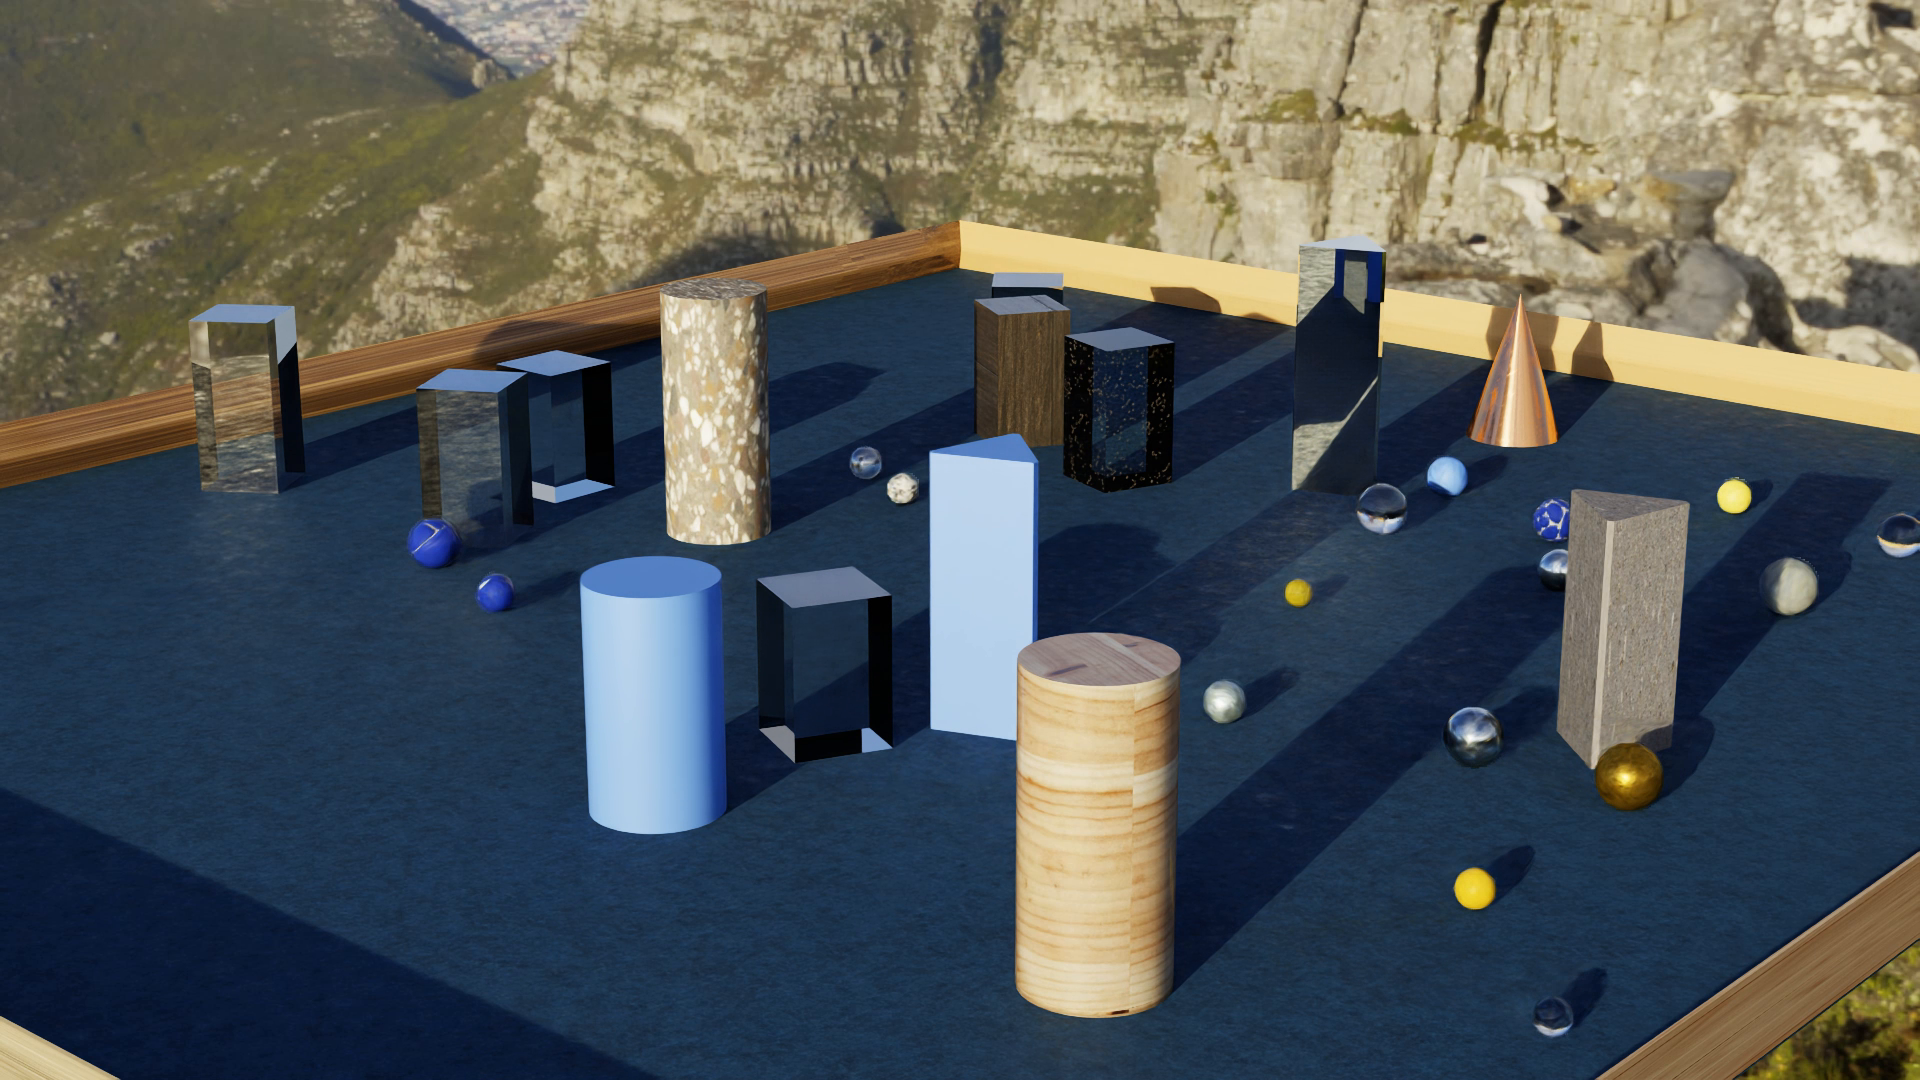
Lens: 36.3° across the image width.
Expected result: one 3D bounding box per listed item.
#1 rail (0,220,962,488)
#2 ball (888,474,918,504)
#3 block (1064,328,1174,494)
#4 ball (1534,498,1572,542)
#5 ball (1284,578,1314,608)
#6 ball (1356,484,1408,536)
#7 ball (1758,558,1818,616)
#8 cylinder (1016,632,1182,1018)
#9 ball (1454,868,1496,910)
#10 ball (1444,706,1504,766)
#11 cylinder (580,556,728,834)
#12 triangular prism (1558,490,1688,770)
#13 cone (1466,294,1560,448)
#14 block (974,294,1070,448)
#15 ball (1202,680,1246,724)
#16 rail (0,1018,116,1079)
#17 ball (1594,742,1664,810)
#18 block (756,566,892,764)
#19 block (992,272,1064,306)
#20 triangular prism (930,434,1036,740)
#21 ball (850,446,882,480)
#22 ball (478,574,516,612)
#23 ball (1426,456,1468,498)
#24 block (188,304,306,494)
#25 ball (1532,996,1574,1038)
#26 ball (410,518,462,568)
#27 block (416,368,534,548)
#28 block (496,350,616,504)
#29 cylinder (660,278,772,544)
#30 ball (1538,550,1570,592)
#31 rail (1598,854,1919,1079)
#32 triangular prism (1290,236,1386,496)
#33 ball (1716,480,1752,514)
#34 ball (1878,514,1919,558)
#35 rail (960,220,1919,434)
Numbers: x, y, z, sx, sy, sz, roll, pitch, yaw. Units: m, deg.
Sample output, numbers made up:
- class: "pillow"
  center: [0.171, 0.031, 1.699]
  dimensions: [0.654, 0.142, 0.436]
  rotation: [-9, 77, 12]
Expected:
- class: "rail"
  center: [-1.399, -0.319, 6.283]
  dimensions: [0.045, 0.128, 4.319]
  rotation: [14, 22, 39]
- class: "ball"
  center: [-0.111, -0.099, 5.675]
  dimensions: [0.060, 0.060, 0.060]
  rotation: [0, 17, 0]
- class: "block"
  center: [0.314, -0.259, 5.816]
  dimensions: [0.157, 0.286, 0.157]
  rotation: [-9, 19, -28]
- class: "ball"
  center: [1.102, -0.036, 5.429]
  dimensions: [0.081, 0.081, 0.081]
  rotation: [0, 17, 0]
- class: "ball"
  center: [0.585, 0.092, 5.062]
  dimensions: [0.049, 0.049, 0.049]
  rotation: [0, 17, 0]
- class: "ball"
  center: [0.788, -0.057, 5.474]
  dimensions: [0.096, 0.096, 0.096]
  rotation: [0, 17, 0]
- class: "ball"
  center: [1.418, 0.080, 5.016]
  dimensions: [0.098, 0.098, 0.098]
  rotation: [0, 17, 0]
- class: "cylinder"
  center: [0.166, 0.345, 3.571]
  dimensions: [0.196, 0.424, 0.196]
  rotation: [0, 17, 0]
- class: "ball"
  center: [0.675, 0.457, 3.840]
  dimensions: [0.055, 0.055, 0.055]
  rotation: [0, 17, 0]
- class: "ball"
  center: [0.760, 0.291, 4.333]
  dimensions: [0.089, 0.089, 0.089]
  rotation: [0, 17, 0]
- class: "cylinder"
  center: [-0.431, 0.217, 4.134]
  dimensions: [0.196, 0.345, 0.196]
  rotation: [0, 17, 0]
- class: "triangular prism"
  center: [0.960, 0.125, 4.375]
  dimensions: [0.170, 0.382, 0.147]
  rotation: [-12, 21, -35]
- class: "cone"
  center: [1.166, -0.367, 6.140]
  dimensions: [0.196, 0.305, 0.196]
  rotation: [0, 17, 0]
- class: "block"
  center: [0.129, -0.351, 6.122]
  dimensions: [0.157, 0.285, 0.157]
  rotation: [-5, 18, -17]
- class: "ball"
  center: [0.407, 0.249, 4.510]
  dimensions: [0.066, 0.066, 0.066]
  rotation: [0, 17, 0]
- class: "rail"
  center: [-1.400, 0.497, 3.576]
  dimensions: [3.754, 0.128, 0.045]
  rotation: [14, 22, 39]
- class: "ball"
  center: [0.952, 0.336, 4.168]
  dimensions: [0.097, 0.097, 0.097]
  rotation: [0, 17, 0]
- class: "block"
  center: [-0.204, 0.186, 4.415]
  dimensions: [0.157, 0.242, 0.157]
  rotation: [-7, 18, -22]
- class: "block"
  center: [0.153, -0.470, 6.600]
  dimensions: [0.157, 0.236, 0.157]
  rotation: [1, 17, 3]
- class: "triangular prism"
  center: [0.060, 0.067, 4.469]
  dimensions: [0.170, 0.438, 0.147]
  rotation: [6, 18, 20]
- class: "ball"
  center: [-0.188, -0.154, 5.847]
  dimensions: [0.066, 0.066, 0.066]
  rotation: [0, 17, 0]
- class: "ball"
  center: [-0.796, 0.091, 5.036]
  dimensions: [0.066, 0.066, 0.066]
  rotation: [0, 17, 0]
- class: "ball"
  center: [0.951, -0.123, 5.720]
  dimensions: [0.080, 0.080, 0.080]
  rotation: [0, 17, 0]
- class: "block"
  center: [-1.405, -0.280, 5.786]
  dimensions: [0.157, 0.342, 0.157]
  rotation: [2, 17, 7]
- class: "ball"
  center: [0.705, 0.567, 3.487]
  dimensions: [0.048, 0.048, 0.048]
  rotation: [0, 17, 0]
- class: "ball"
  center: [-0.943, 0.006, 5.273]
  dimensions: [0.091, 0.091, 0.091]
  rotation: [0, 17, 0]
- class: "block"
  center: [-0.898, -0.152, 5.443]
  dimensions: [0.157, 0.296, 0.157]
  rotation: [3, 17, 11]
- class: "block"
  center: [-0.793, -0.224, 5.756]
  dimensions: [0.157, 0.253, 0.157]
  rotation: [14, 22, 38]
- class: "cylinder"
  center: [-0.453, -0.240, 5.448]
  dimensions: [0.196, 0.461, 0.196]
  rotation: [0, 17, 0]
- class: "ball"
  center: [1.052, 0.053, 5.145]
  dimensions: [0.074, 0.074, 0.074]
  rotation: [0, 17, 0]
- class: "rail"
  center: [1.399, 0.383, 3.957]
  dimensions: [0.045, 0.128, 4.319]
  rotation: [14, 22, 39]
- class: "triangular prism"
  center: [0.759, -0.345, 5.751]
  dimensions: [0.170, 0.487, 0.147]
  rotation: [7, 18, 22]
- class: "ball"
  center: [1.482, -0.082, 5.611]
  dimensions: [0.065, 0.065, 0.065]
  rotation: [0, 17, 0]
- class: "ball"
  center: [1.712, -0.007, 5.335]
  dimensions: [0.081, 0.081, 0.081]
  rotation: [0, 17, 0]
- class: "rail"
  center: [1.400, -0.434, 6.664]
  dimensions: [3.754, 0.128, 0.045]
  rotation: [14, 22, 39]
